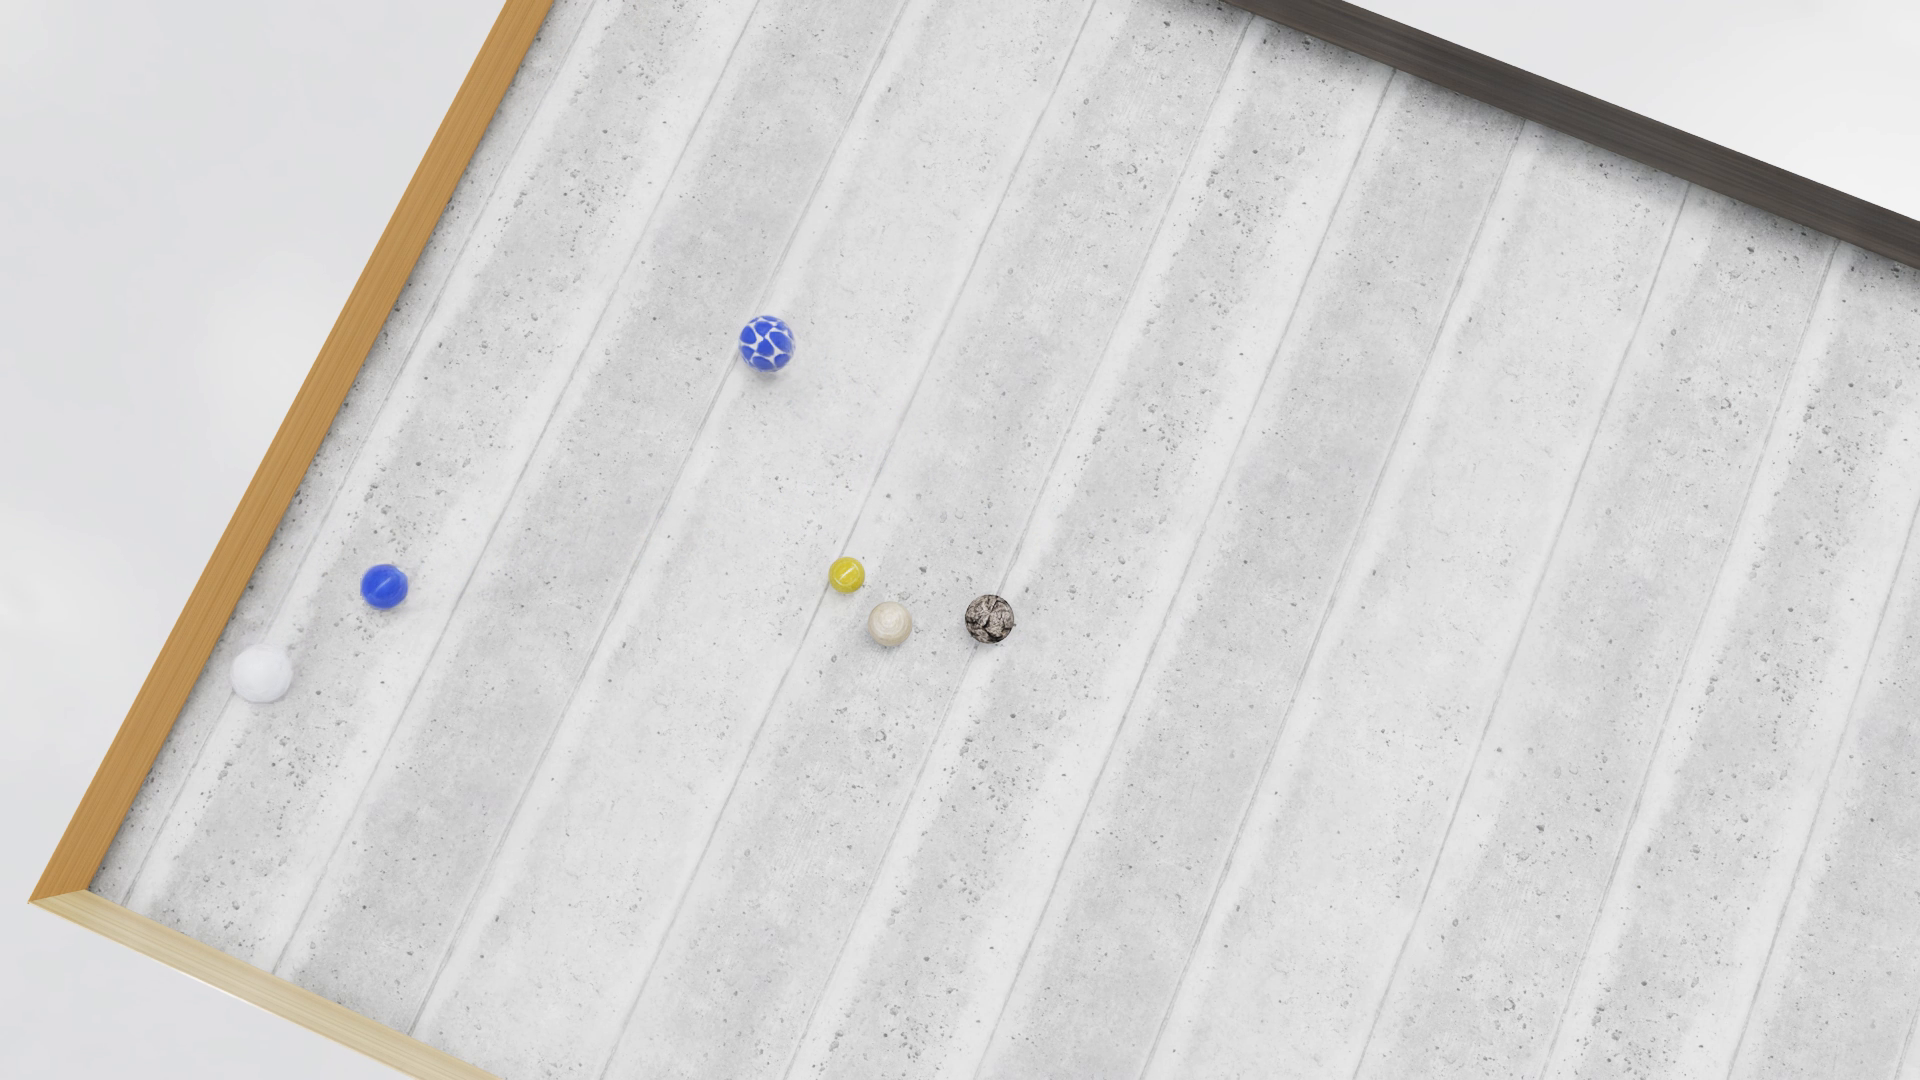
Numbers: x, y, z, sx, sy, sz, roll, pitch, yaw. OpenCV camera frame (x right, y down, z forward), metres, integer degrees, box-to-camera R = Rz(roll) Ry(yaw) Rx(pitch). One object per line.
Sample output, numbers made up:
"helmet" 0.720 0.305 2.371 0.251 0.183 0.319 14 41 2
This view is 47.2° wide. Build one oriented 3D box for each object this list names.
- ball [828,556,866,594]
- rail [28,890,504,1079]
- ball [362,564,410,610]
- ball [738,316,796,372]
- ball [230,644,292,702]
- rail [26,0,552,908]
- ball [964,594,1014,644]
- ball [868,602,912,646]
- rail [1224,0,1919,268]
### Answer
"ball" -0.172 0.053 3.333 0.057 0.057 0.057 0 76 0
"rail" 0.521 1.274 2.986 4.001 0.115 0.045 23 77 6
"ball" -0.868 0.070 3.322 0.070 0.070 0.070 0 76 0
"ball" -0.299 -0.304 3.409 0.088 0.088 0.088 0 76 0
"ball" -1.041 0.198 3.279 0.089 0.089 0.089 0 76 0
"rail" -0.897 -0.379 3.414 0.045 0.115 2.064 23 77 6
"ball" 0.044 0.119 3.307 0.075 0.075 0.075 0 76 0
"ball" -0.105 0.126 3.308 0.068 0.068 0.068 0 76 0
"rail" 1.317 -0.519 3.450 4.001 0.115 0.045 23 77 6
